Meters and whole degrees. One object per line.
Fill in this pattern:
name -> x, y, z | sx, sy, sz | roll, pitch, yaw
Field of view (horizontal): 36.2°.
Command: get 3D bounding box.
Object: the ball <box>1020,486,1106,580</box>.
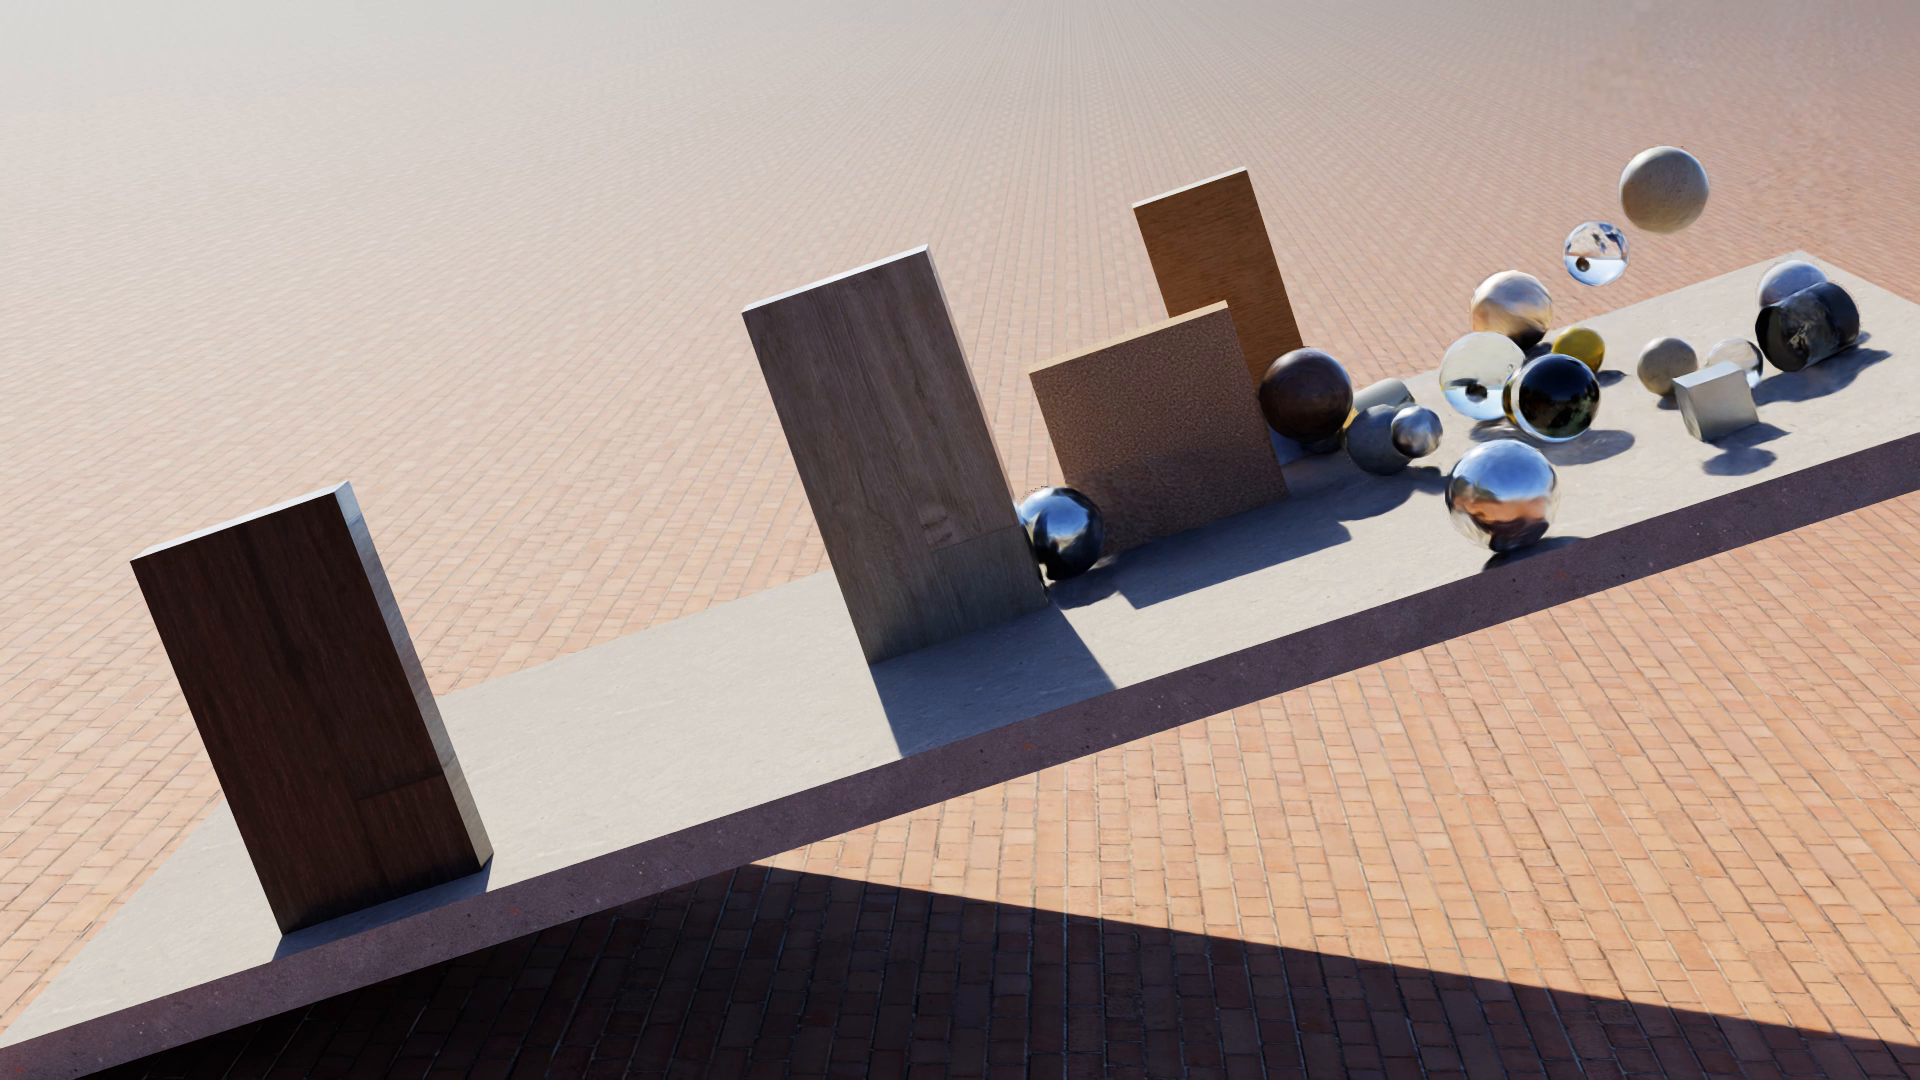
ball -> 0.209, -0.013, 6.280 | 0.202, 0.202, 0.202 | 0, 12, 0

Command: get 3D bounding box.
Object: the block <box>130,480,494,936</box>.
block -> -1.224, 0.321, 5.583 | 0.412, 0.773, 0.116 | -18, 11, 6

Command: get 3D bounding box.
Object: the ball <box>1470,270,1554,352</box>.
ball -> 1.313, -0.543, 7.004 | 0.195, 0.195, 0.195 | 0, 12, 0

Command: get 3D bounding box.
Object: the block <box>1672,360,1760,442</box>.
block -> 1.444, -0.264, 5.620 | 0.112, 0.112, 0.112 | -19, 11, 2

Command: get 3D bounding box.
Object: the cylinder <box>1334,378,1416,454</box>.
cylinder -> 0.914, -0.269, 6.480 | 0.138, 0.138, 0.138 | -25, 21, -22

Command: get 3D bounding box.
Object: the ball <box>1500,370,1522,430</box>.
ball -> 1.196, -0.293, 6.131 | 0.135, 0.135, 0.135 | 0, 12, 0

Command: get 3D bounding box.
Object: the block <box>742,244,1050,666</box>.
block -> -0.129, -0.174, 6.106 | 0.399, 0.784, 0.114 | -18, 11, 6

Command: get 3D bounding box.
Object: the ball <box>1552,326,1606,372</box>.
ball -> 1.365, -0.415, 6.490 | 0.117, 0.117, 0.117 | 0, 12, 0

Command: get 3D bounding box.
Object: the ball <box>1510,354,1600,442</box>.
ball -> 1.207, -0.288, 5.963 | 0.181, 0.181, 0.181 | 0, 12, 0

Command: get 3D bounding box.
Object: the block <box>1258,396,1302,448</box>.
block -> 0.764, -0.284, 6.821 | 0.130, 0.130, 0.130 | -25, 11, -24

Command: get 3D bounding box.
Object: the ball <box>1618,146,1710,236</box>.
ball -> 1.479, -0.734, 6.182 | 0.185, 0.185, 0.185 | 0, 12, 0

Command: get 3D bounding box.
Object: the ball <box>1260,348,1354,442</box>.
ball -> 0.741, -0.309, 6.288 | 0.200, 0.200, 0.200 | 0, 12, 0

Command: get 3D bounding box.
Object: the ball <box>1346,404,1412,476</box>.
ball -> 0.892, -0.211, 6.211 | 0.150, 0.150, 0.150 | 0, 12, 0

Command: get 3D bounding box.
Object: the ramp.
ramp -> 0.108, 0.180, 6.304 | 4.000, 0.100, 2.000 | -18, 11, 6

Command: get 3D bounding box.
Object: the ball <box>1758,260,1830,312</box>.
ball -> 1.738, -0.506, 6.125 | 0.152, 0.152, 0.152 | 0, 12, 0

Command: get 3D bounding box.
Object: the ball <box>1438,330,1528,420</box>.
ball -> 1.138, -0.356, 6.382 | 0.195, 0.195, 0.195 | 0, 12, 0

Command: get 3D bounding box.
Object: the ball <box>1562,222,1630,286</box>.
ball -> 1.248, -0.561, 5.769 | 0.127, 0.127, 0.127 | 0, 12, 0

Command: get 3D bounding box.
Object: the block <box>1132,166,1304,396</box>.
block -> 0.637, -0.527, 6.914 | 0.277, 0.638, 0.094 | -18, 11, 6

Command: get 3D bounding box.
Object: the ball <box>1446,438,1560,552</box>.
ball -> 0.974, -0.080, 5.278 | 0.204, 0.204, 0.204 | 0, 12, 0

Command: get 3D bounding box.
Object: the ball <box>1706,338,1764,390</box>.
ball -> 1.543, -0.346, 5.854 | 0.113, 0.113, 0.113 | 0, 12, 0

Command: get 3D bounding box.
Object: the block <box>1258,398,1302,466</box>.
block -> 0.663, -0.233, 6.724 | 0.147, 0.147, 0.147 | -27, 13, -34

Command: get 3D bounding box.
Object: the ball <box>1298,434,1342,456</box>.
ball -> 0.815, -0.258, 6.622 | 0.134, 0.134, 0.134 | 0, 12, 0

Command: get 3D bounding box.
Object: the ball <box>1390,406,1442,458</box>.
ball -> 0.942, -0.223, 6.069 | 0.108, 0.108, 0.108 | 0, 12, 0

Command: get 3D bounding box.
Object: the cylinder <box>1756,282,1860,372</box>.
cylinder -> 1.701, -0.428, 5.901 | 0.143, 0.143, 0.143 | -24, 22, -24

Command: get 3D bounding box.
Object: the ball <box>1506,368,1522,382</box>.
ball -> 1.214, -0.313, 6.252 | 0.115, 0.115, 0.115 | 0, 12, 0

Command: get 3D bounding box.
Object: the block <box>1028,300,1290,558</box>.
block -> 0.432, -0.238, 6.385 | 0.449, 0.434, 0.114 | -18, 11, 6

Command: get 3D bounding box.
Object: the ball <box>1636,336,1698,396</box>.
ball -> 1.451, -0.357, 6.032 | 0.124, 0.124, 0.124 | 0, 12, 0
